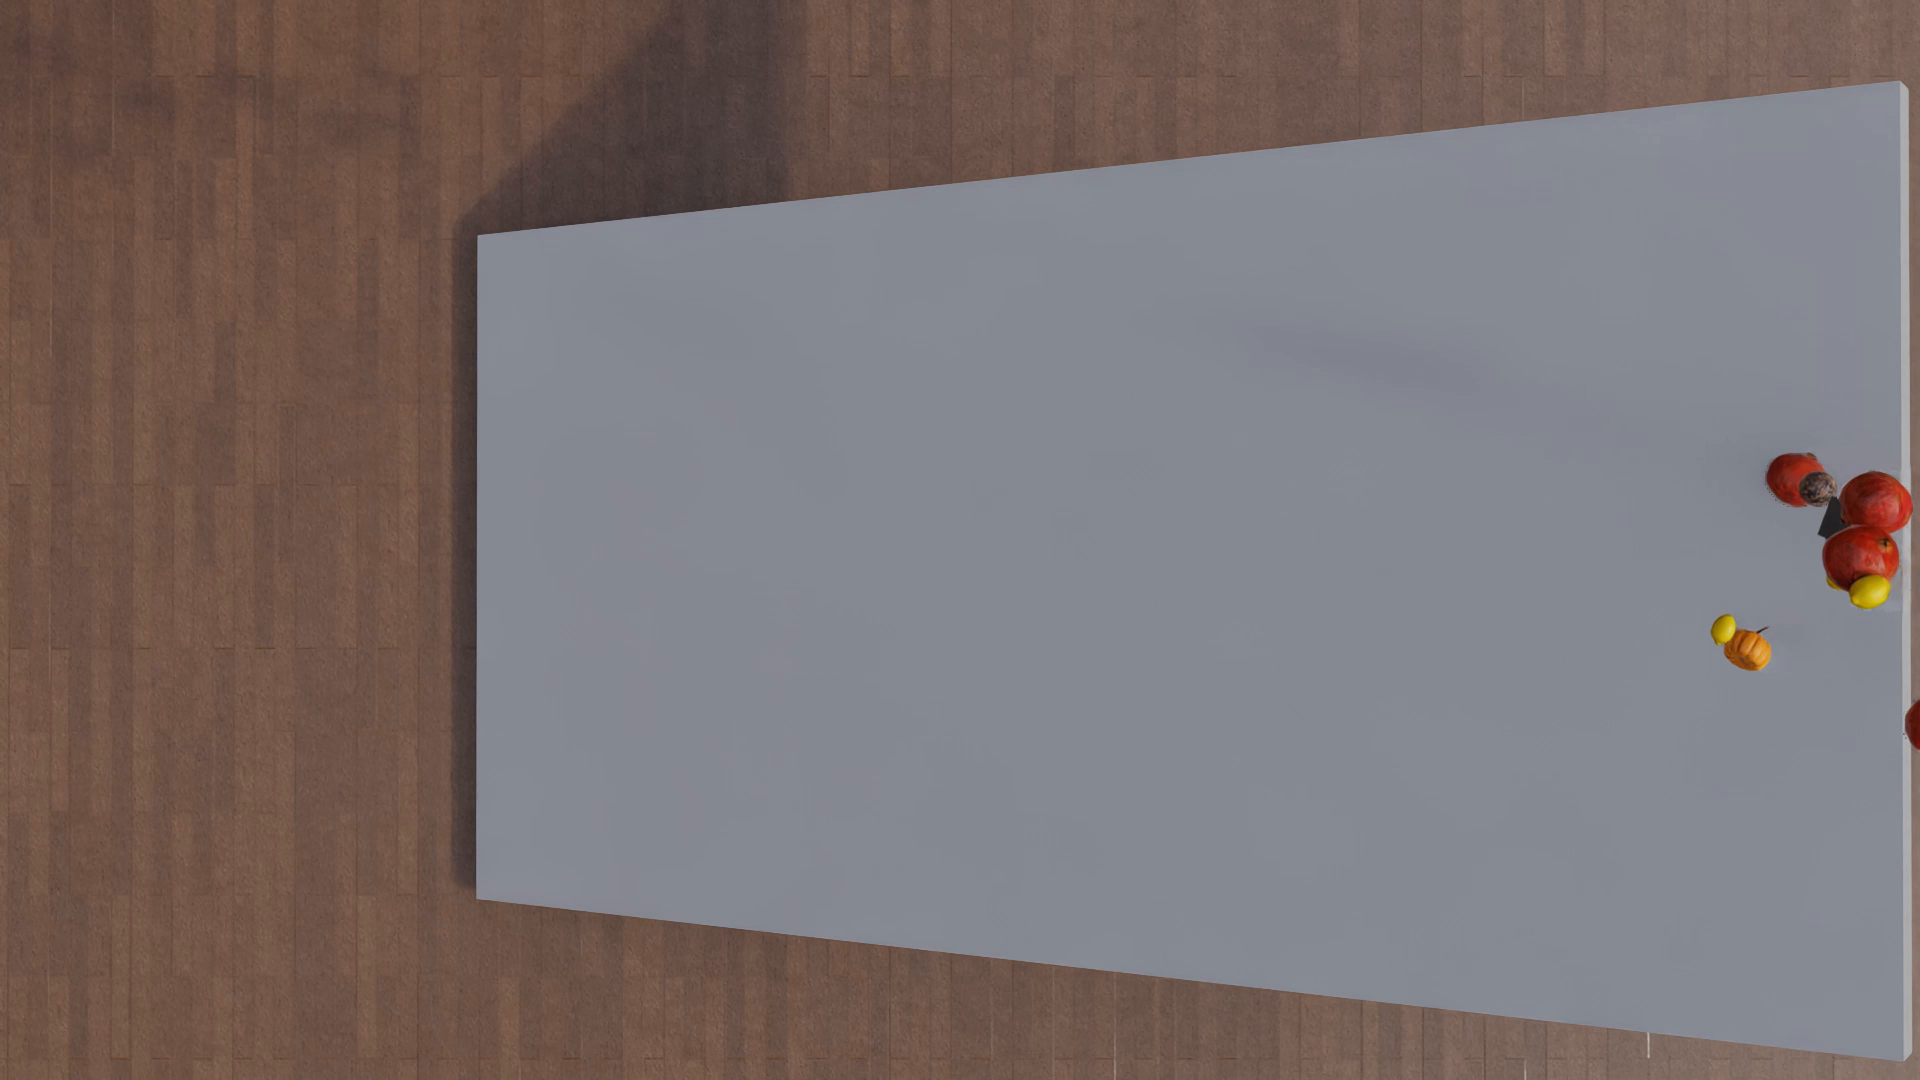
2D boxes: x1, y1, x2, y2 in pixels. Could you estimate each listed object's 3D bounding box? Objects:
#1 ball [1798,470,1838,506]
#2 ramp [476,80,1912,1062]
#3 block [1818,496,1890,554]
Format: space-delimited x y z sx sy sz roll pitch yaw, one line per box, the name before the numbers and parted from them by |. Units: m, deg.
ball | 1.583 -0.095 4.057 0.066 0.066 0.066 0 89 0
ramp | 0.259 0.071 5.598 4.000 0.100 2.000 0 89 32
block | 1.589 -0.027 3.908 0.073 0.073 0.073 14 99 -18
